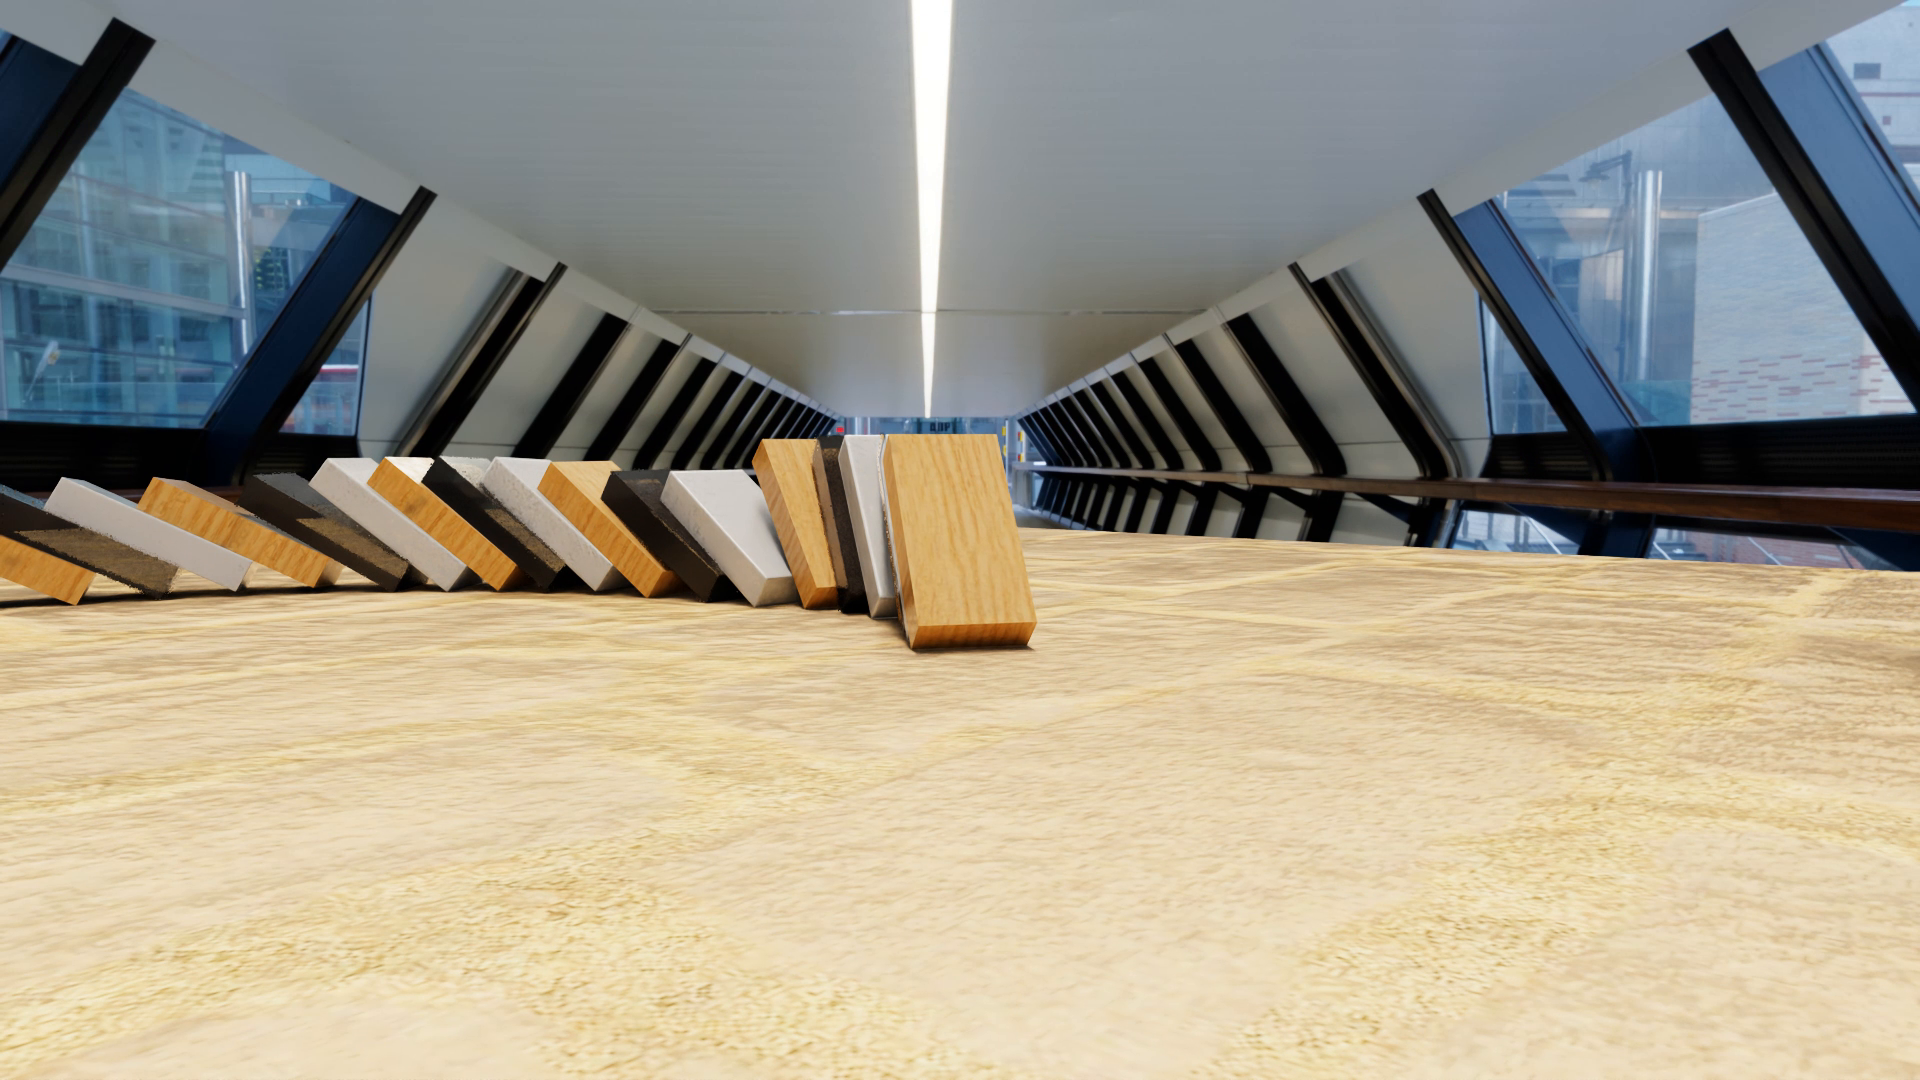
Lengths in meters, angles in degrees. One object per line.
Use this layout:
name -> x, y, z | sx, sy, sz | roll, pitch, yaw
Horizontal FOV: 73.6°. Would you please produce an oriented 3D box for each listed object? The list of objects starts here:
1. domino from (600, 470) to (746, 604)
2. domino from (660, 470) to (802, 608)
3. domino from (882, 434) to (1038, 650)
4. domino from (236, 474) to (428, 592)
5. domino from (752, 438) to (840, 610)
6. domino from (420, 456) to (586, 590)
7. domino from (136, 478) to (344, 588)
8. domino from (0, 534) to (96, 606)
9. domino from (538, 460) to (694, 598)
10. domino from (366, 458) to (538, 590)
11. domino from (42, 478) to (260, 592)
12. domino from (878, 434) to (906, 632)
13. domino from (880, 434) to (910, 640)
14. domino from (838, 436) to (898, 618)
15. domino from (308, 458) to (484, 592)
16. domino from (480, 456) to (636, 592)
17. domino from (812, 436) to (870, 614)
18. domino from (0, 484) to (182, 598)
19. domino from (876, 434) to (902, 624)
domino -> -0.076, -0.002, 0.362 | 0.050, 0.009, 0.025 | 40, 25, 26
domino -> -0.058, -0.001, 0.354 | 0.025, 0.010, 0.050 | -5, 39, -47
domino -> -0.001, -0.001, 0.278 | 0.025, 0.050, 0.010 | -1, -35, -14
domino -> -0.182, -0.003, 0.377 | 0.050, 0.010, 0.025 | 30, 2, -4
domino -> -0.036, -0.005, 0.346 | 0.025, 0.050, 0.010 | -3, -36, -32
domino -> -0.131, -0.005, 0.379 | 0.050, 0.010, 0.025 | 39, 8, 8
domino -> -0.206, -0.002, 0.370 | 0.050, 0.010, 0.025 | 27, -6, -12
domino -> -0.256, 0.001, 0.337 | 0.050, 0.010, 0.025 | 30, -11, -28
domino -> -0.096, -0.004, 0.371 | 0.050, 0.009, 0.025 | 41, 21, 19
domino -> -0.147, -0.005, 0.380 | 0.050, 0.010, 0.025 | 38, 7, 4
domino -> -0.225, -0.001, 0.360 | 0.050, 0.010, 0.025 | 29, -11, -21
domino -> -0.003, -0.003, 0.303 | 0.025, 0.050, 0.009 | -1, -35, -14
domino -> -0.002, -0.002, 0.291 | 0.025, 0.050, 0.009 | -1, -35, -14
domino -> -0.014, -0.004, 0.326 | 0.025, 0.050, 0.010 | -2, -35, -20
domino -> -0.163, -0.005, 0.379 | 0.050, 0.010, 0.025 | 38, 4, -1
domino -> -0.114, -0.005, 0.377 | 0.050, 0.009, 0.025 | 40, 13, 14
domino -> -0.022, -0.005, 0.337 | 0.025, 0.050, 0.010 | -1, -35, -20
domino -> -0.240, 0.000, 0.349 | 0.050, 0.010, 0.025 | 30, -11, -26
domino -> -0.005, -0.003, 0.315 | 0.025, 0.050, 0.010 | -1, -35, -14
